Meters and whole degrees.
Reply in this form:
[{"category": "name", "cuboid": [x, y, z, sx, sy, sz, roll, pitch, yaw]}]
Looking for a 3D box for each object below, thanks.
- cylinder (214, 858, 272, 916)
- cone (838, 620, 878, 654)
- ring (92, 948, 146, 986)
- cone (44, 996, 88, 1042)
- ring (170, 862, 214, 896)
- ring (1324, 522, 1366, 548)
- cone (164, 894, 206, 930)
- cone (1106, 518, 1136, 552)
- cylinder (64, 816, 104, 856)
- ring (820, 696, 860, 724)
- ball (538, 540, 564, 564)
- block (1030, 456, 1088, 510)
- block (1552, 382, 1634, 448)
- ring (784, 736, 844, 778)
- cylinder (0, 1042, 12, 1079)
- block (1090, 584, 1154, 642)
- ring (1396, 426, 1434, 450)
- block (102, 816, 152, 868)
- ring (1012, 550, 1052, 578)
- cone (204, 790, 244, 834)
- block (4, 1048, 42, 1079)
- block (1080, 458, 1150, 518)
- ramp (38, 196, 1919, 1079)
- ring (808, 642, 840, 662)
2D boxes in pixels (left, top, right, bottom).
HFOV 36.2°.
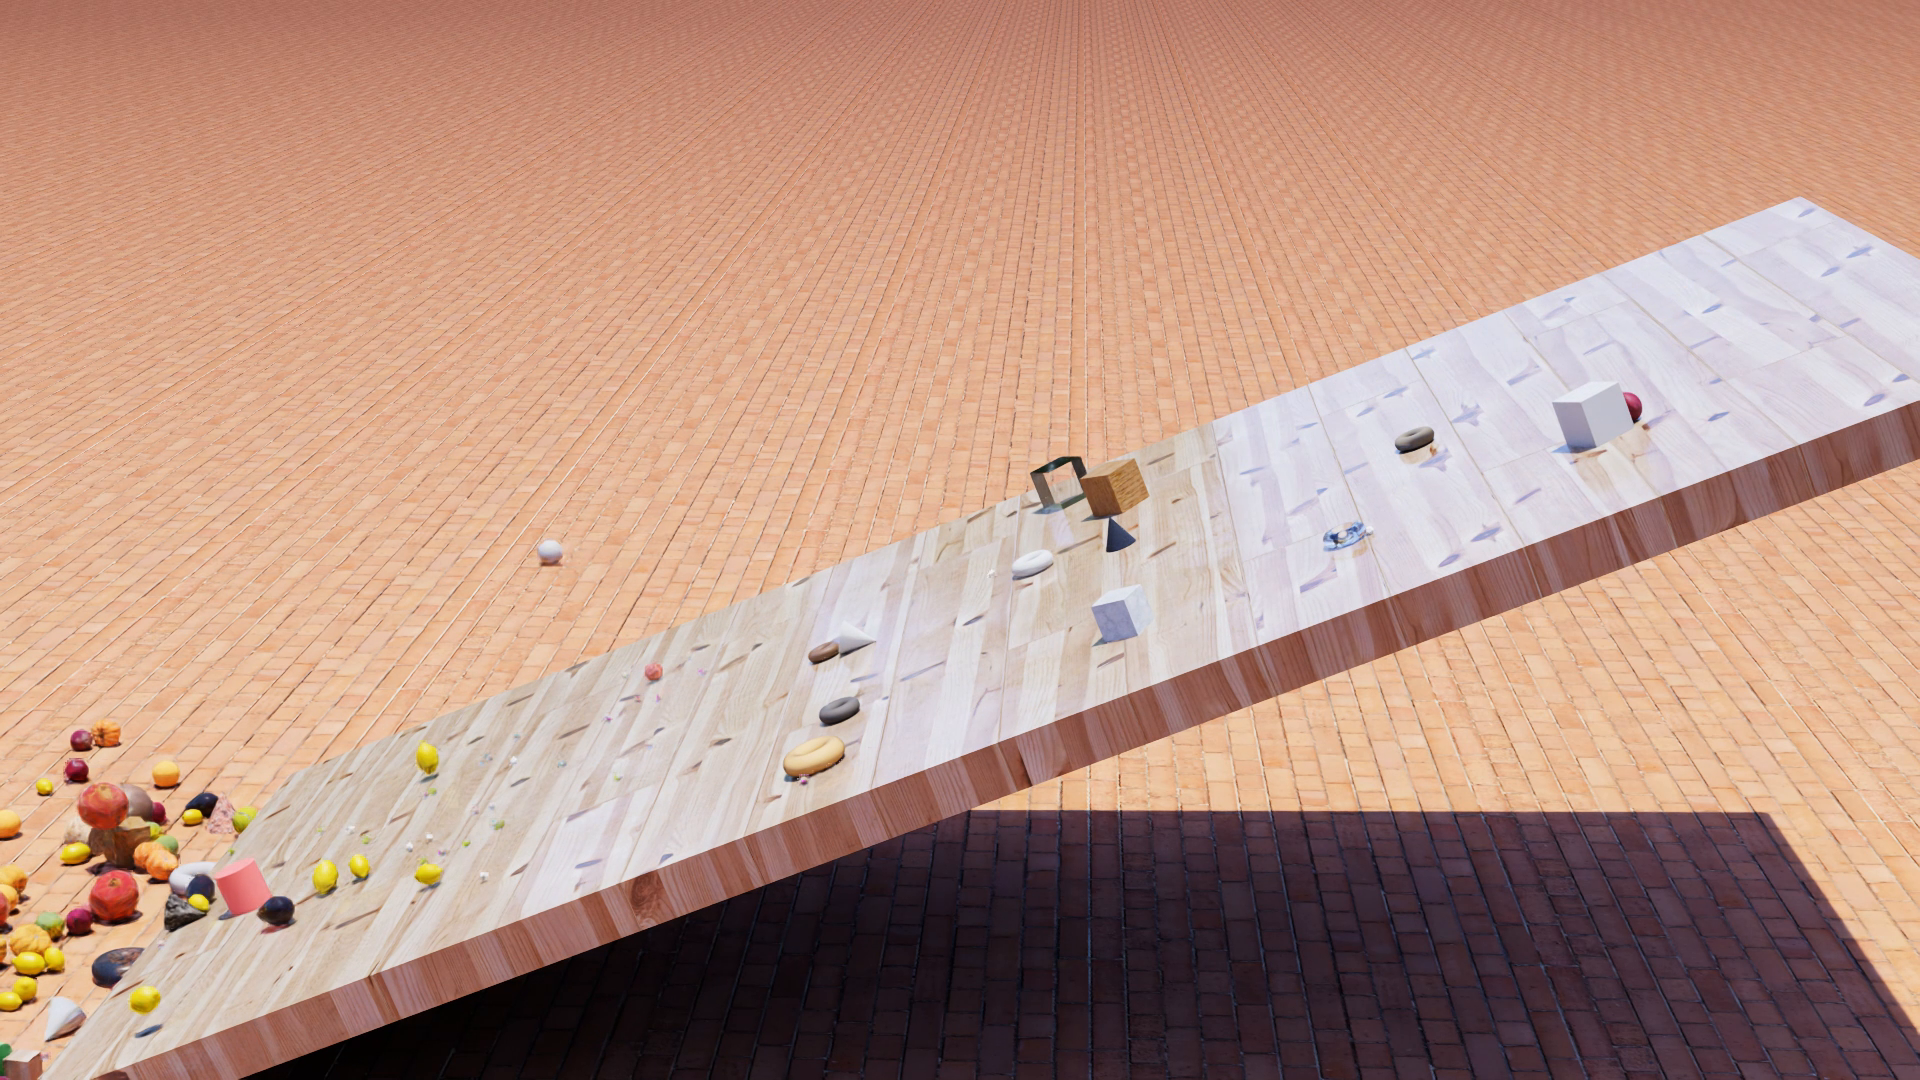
[{"category": "cylinder", "cuboid": [-1.542, 0.746, 6.325, 0.093, 0.093, 0.093, -22, 12, 5]}, {"category": "cone", "cuboid": [-0.218, 0.216, 6.396, 0.078, 0.078, 0.078, 6, 14, 5]}, {"category": "ring", "cuboid": [-1.822, 0.932, 6.427, 0.147, 0.049, 0.147, -1, 13, 0]}, {"category": "cone", "cuboid": [-1.880, 1.013, 6.116, 0.090, 0.090, 0.090, 6, 42, 24]}, {"category": "ring", "cuboid": [-1.796, 0.802, 6.956, 0.146, 0.049, 0.146, 1, 14, 0]}, {"category": "ring", "cuboid": [0.741, -0.010, 5.670, 0.087, 0.029, 0.087, -22, 11, 4]}, {"category": "cone", "cuboid": [-1.684, 0.815, 6.416, 0.083, 0.083, 0.083, 5, 14, 1]}, {"category": "cone", "cuboid": [0.334, -0.020, 6.342, 0.071, 0.071, 0.071, -21, 12, 5]}, {"category": "cylinder", "cuboid": [-2.134, 0.725, 7.199, 0.082, 0.082, 0.082, 8, 16, 30]}, {"category": "ring", "cuboid": [-0.242, 0.342, 5.903, 0.087, 0.029, 0.087, -21, 13, 5]}, {"category": "ball", "cuboid": [-1.387, 0.042, 9.967, 0.085, 0.085, 0.085, 0, 14, 0]}, {"category": "block", "cuboid": [0.242, -0.135, 6.955, 0.095, 0.095, 0.095, -28, 13, -23]}, {"category": "block", "cuboid": [1.218, -0.241, 5.658, 0.095, 0.095, 0.095, -27, 13, -20]}, {"category": "ring", "cuboid": [-0.280, 0.414, 5.626, 0.125, 0.042, 0.125, -21, 13, 5]}, {"category": "cylinder", "cuboid": [-1.954, 1.046, 5.885, 0.086, 0.086, 0.086, 3, 14, 11]}, {"category": "block", "cuboid": [0.314, 0.141, 5.662, 0.077, 0.077, 0.077, -14, 15, 35]}, {"category": "ring", "cuboid": [0.953, -0.212, 6.169, 0.087, 0.029, 0.087, -22, 11, 4]}, {"category": "block", "cuboid": [-2.024, 0.733, 7.150, 0.090, 0.090, 0.090, -9, 16, -32]}, {"category": "ring", "cuboid": [0.158, 0.052, 6.440, 0.098, 0.033, 0.098, -22, 13, 5]}, {"category": "cone", "cuboid": [-1.845, 0.674, 7.370, 0.099, 0.099, 0.099, 0, 14, 0]}, {"category": "block", "cuboid": [-1.879, 1.059, 5.900, 0.054, 0.054, 0.054, 3, 14, 11]}, {"category": "block", "cuboid": [0.351, -0.119, 6.685, 0.096, 0.096, 0.096, -32, 15, -37]}, {"category": "ramp", "cuboid": [0.124, 0.173, 6.291, 4.000, 0.100, 2.000, -21, 12, 7]}, {"category": "ring", "cuboid": [-0.297, 0.245, 6.436, 0.075, 0.025, 0.075, -23, 11, 5]}]
